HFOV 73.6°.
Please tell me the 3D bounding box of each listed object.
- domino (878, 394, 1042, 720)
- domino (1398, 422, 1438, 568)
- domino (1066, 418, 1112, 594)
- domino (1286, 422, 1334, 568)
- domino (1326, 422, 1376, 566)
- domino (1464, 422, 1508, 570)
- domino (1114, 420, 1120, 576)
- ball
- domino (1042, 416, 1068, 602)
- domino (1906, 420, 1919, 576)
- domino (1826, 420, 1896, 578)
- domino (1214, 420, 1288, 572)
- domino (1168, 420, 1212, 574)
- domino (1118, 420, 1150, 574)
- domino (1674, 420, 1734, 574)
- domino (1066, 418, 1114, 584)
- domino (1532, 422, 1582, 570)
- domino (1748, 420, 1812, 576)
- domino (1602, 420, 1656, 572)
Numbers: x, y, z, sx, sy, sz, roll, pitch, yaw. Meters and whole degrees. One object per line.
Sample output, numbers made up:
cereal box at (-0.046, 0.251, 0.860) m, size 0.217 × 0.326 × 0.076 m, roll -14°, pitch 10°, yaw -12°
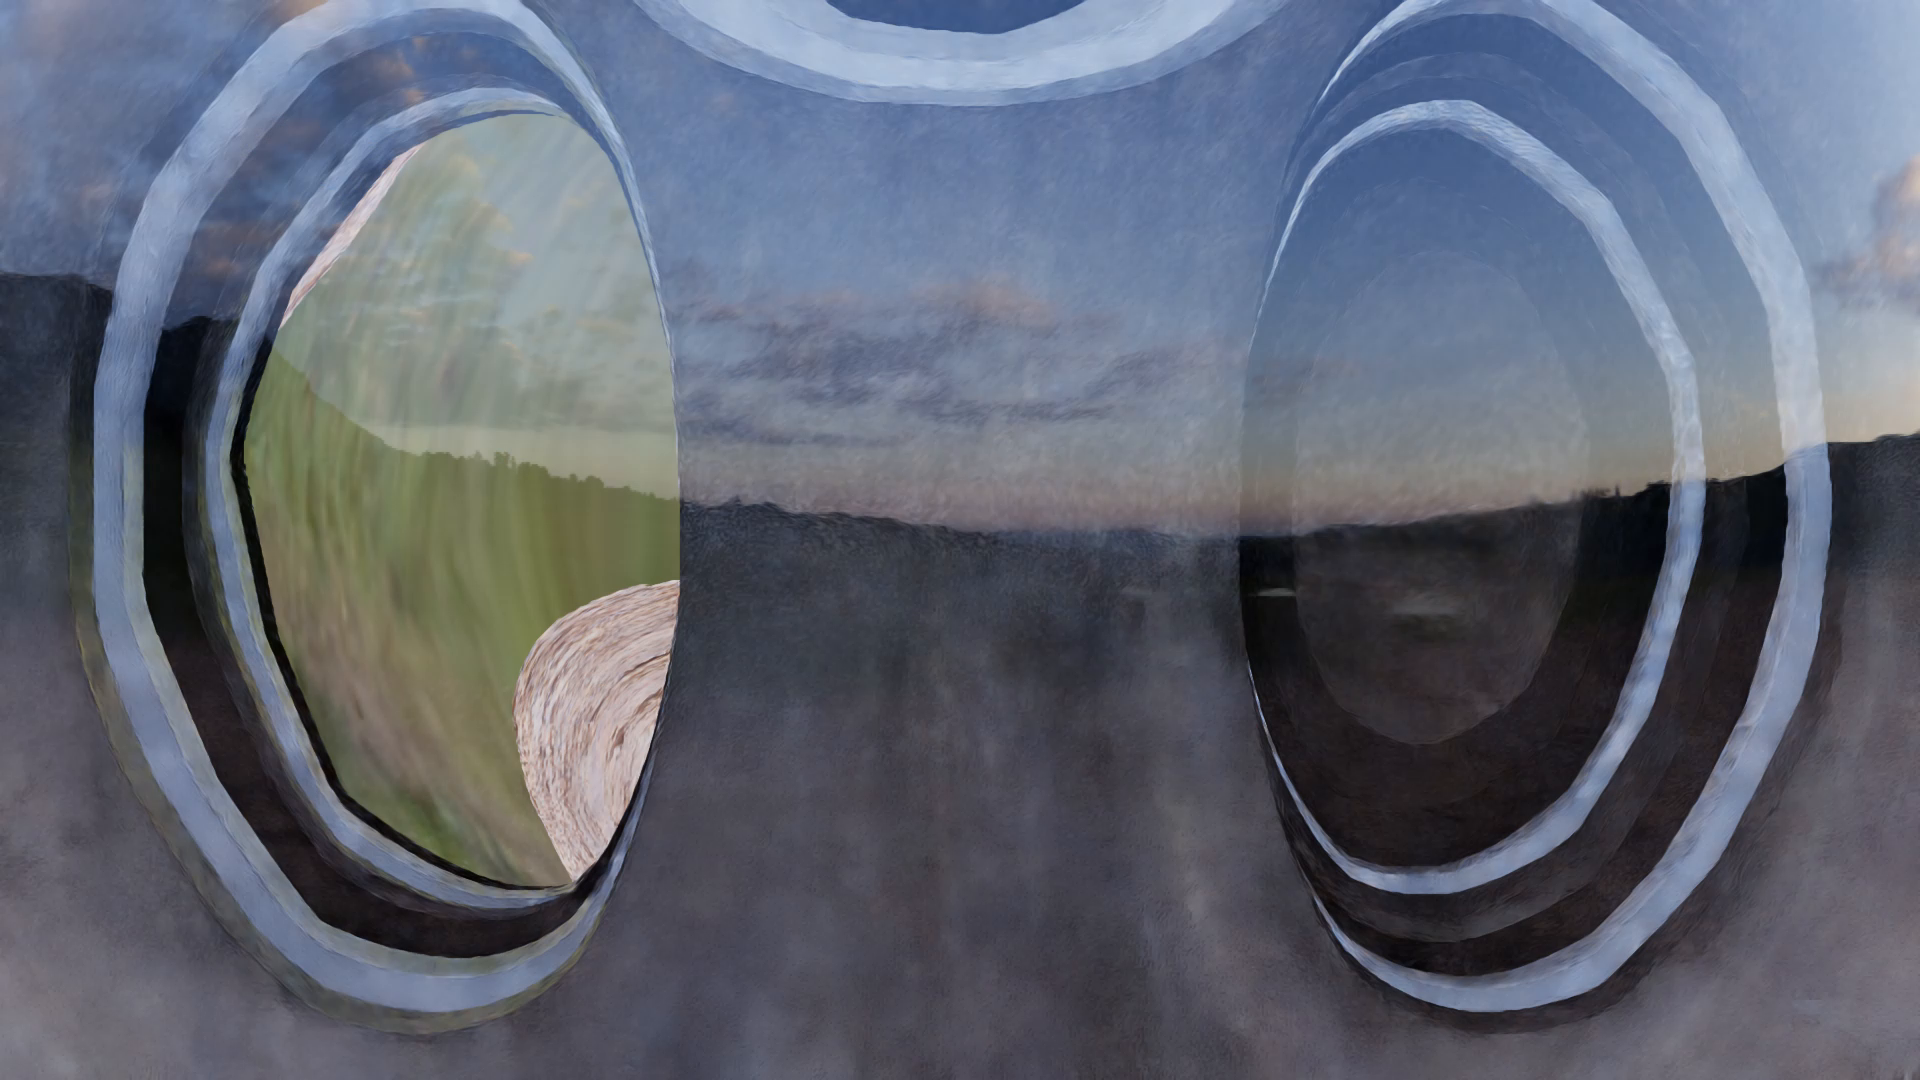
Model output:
domino at (0.000, 0.002, 0.201) m, size 0.025 × 0.050 × 0.010 m, roll 0°, pitch 4°, yaw 0°
domino at (0.161, -0.016, 0.453) m, size 0.009 × 0.050 × 0.025 m, roll 1°, pitch 4°, yaw 12°
domino at (0.030, -0.010, 0.373) m, size 0.025 × 0.050 × 0.010 m, roll 2°, pitch 5°, yaw 23°
domino at (0.117, -0.016, 0.450) m, size 0.010 × 0.050 × 0.025 m, roll -3°, pitch 5°, yaw -33°
domino at (0.139, -0.017, 0.456) m, size 0.010 × 0.050 × 0.025 m, roll 0°, pitch 4°, yaw 2°
domino at (0.183, -0.016, 0.447) m, size 0.009 × 0.050 × 0.025 m, roll 1°, pitch 4°, yaw 15°
domino at (0.038, -0.014, 0.417) m, size 0.025 × 0.050 × 0.010 m, roll 1°, pitch 5°, yaw 18°
ball at (0.000, -0.002, 0.056) m, size 0.080 × 0.080 × 0.080 m, roll 0°, pitch 4°, yaw 0°
domino at (0.017, -0.009, 0.355) m, size 0.025 × 0.050 × 0.010 m, roll 4°, pitch 6°, yaw 44°
domino at (0.314, -0.013, 0.411) m, size 0.009 × 0.050 × 0.025 m, roll 1°, pitch 5°, yaw 19°
domino at (0.293, -0.014, 0.418) m, size 0.009 × 0.050 × 0.025 m, roll 1°, pitch 5°, yaw 18°
domino at (0.099, -0.015, 0.437) m, size 0.009 × 0.050 × 0.025 m, roll -2°, pitch 5°, yaw -29°
domino at (0.077, -0.015, 0.432) m, size 0.009 × 0.050 × 0.025 m, roll 0°, pitch 4°, yaw -1°
domino at (0.054, -0.015, 0.431) m, size 0.009 × 0.050 × 0.025 m, roll -1°, pitch 4°, yaw -11°
domino at (0.249, -0.015, 0.431) m, size 0.010 × 0.050 × 0.025 m, roll 1°, pitch 4°, yaw 15°
domino at (0.035, -0.012, 0.395) m, size 0.025 × 0.050 × 0.009 m, roll 0°, pitch 4°, yaw 6°
domino at (0.205, -0.016, 0.442) m, size 0.010 × 0.050 × 0.025 m, roll 1°, pitch 4°, yaw 13°
domino at (0.271, -0.014, 0.425) m, size 0.009 × 0.050 × 0.025 m, roll 1°, pitch 4°, yaw 16°
domino at (0.227, -0.015, 0.437) m, size 0.010 × 0.050 × 0.025 m, roll 1°, pitch 4°, yaw 14°
